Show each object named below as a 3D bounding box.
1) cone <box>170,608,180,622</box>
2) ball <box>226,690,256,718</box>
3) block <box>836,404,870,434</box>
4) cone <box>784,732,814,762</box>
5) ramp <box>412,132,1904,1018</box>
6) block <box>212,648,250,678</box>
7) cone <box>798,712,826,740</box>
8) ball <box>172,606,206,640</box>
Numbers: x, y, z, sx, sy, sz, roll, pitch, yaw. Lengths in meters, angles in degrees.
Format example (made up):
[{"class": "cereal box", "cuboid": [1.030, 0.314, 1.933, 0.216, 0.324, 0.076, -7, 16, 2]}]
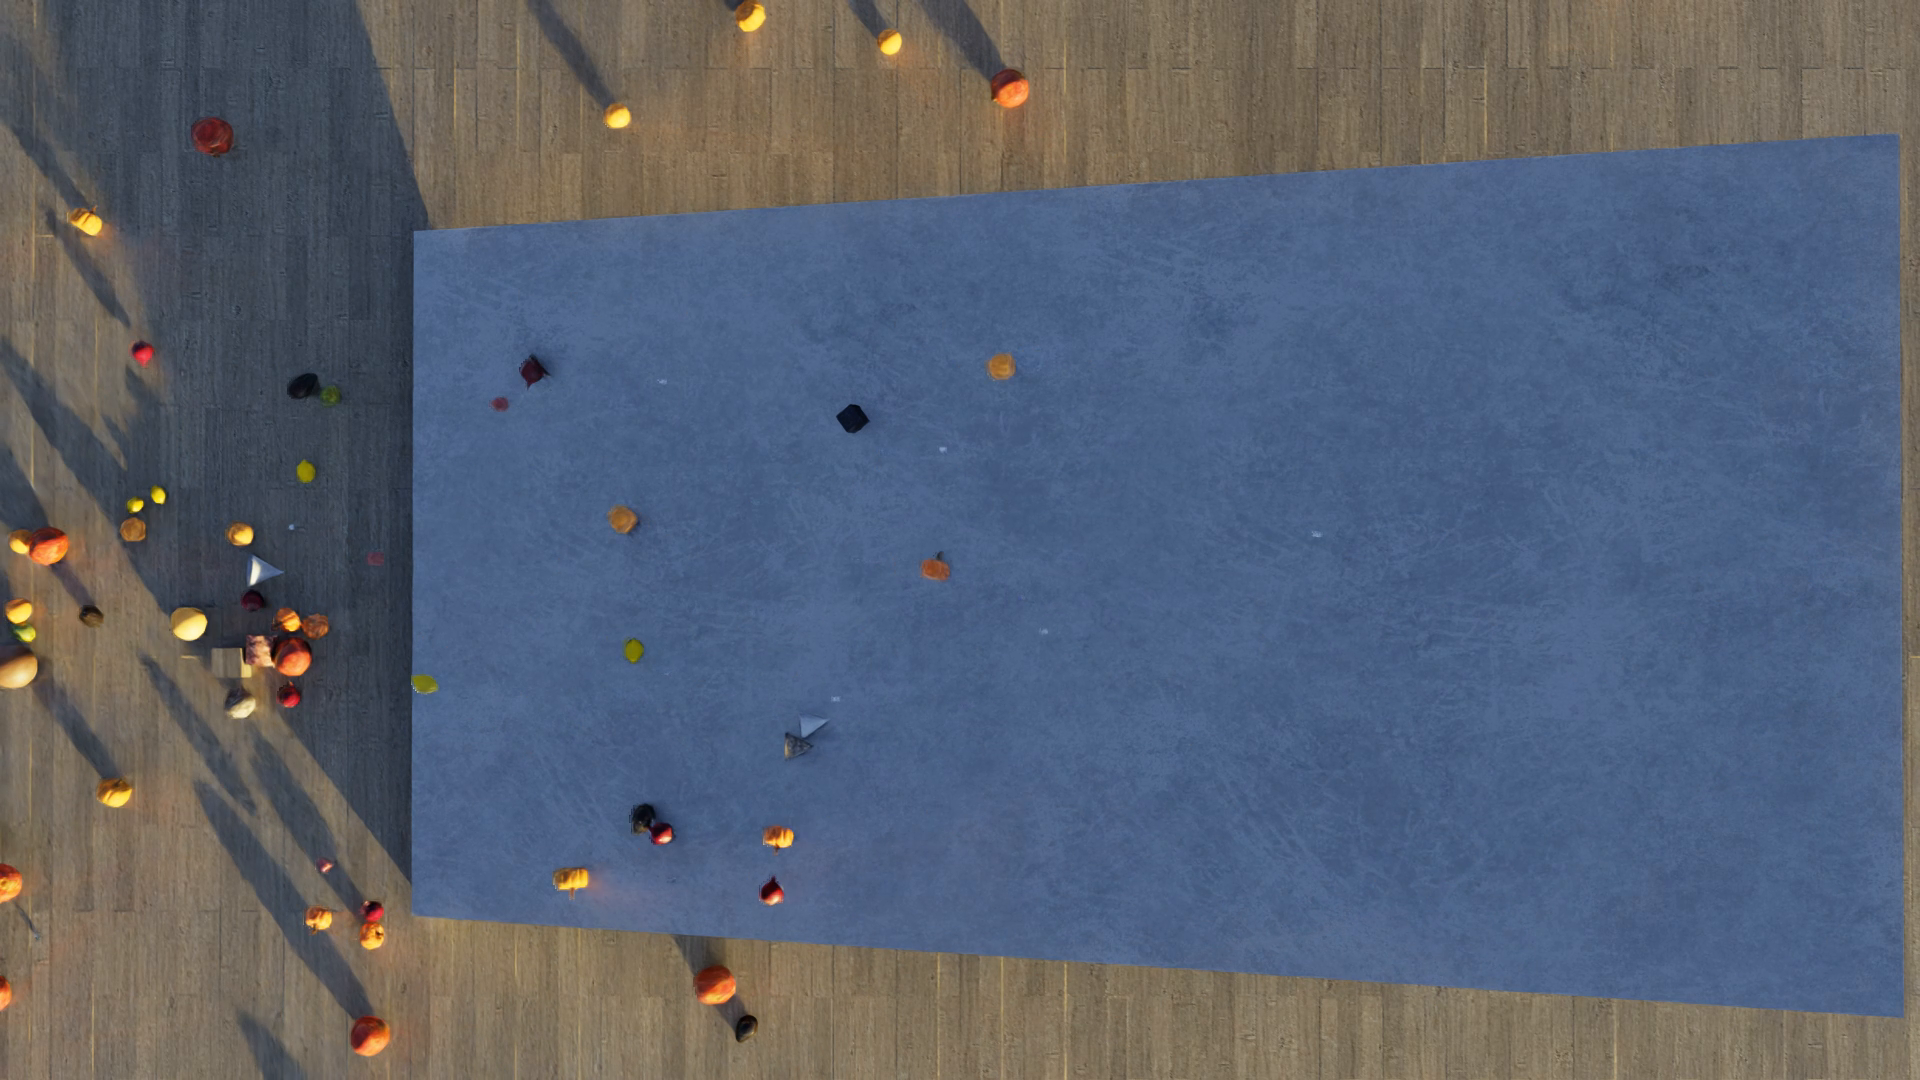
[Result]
[{"class": "cone", "cuboid": [-2.303, 0.235, 6.479, 0.072, 0.072, 0.072, 0, 89, 0]}, {"class": "ball", "cuboid": [-2.117, 0.482, 6.469, 0.085, 0.085, 0.085, 0, 89, 0]}, {"class": "block", "cuboid": [-0.287, -0.324, 5.887, 0.054, 0.054, 0.054, -39, 76, 16]}, {"class": "cone", "cuboid": [-0.433, 0.559, 5.943, 0.079, 0.079, 0.079, 1, 89, -5]}, {"class": "ramp", "cuboid": [0.282, 0.087, 5.742, 4.000, 0.100, 2.000, 0, 89, 21]}, {"class": "block", "cuboid": [-2.144, 0.361, 6.470, 0.086, 0.086, 0.086, -1, 89, 0]}, {"class": "cone", "cuboid": [-0.392, 0.493, 5.928, 0.078, 0.078, 0.078, -12, 89, -10]}, {"class": "ball", "cuboid": [-2.255, 0.243, 6.431, 0.098, 0.098, 0.098, 0, 89, 0]}]
